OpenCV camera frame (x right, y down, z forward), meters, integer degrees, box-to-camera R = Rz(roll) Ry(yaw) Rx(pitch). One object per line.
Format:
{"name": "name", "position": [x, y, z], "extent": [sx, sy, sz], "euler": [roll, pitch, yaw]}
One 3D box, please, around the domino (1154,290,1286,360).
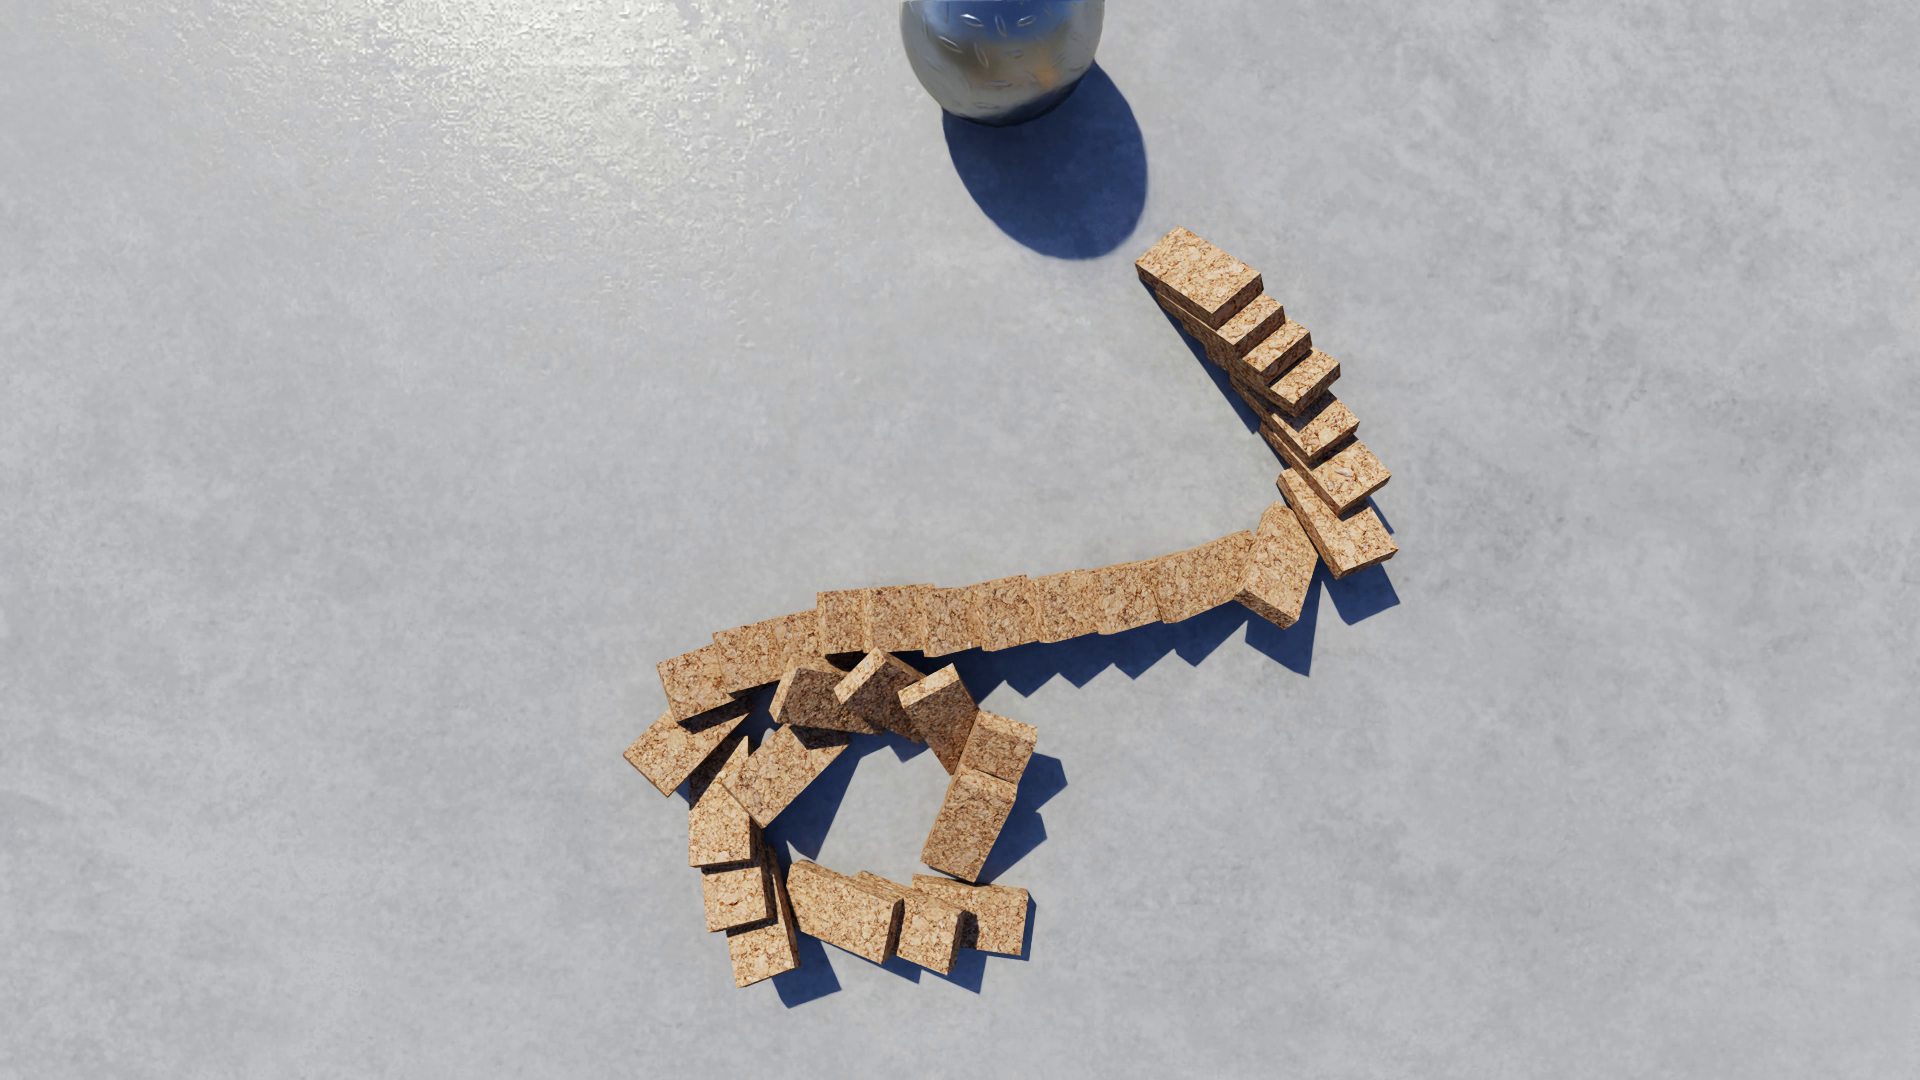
{"name": "domino", "position": [0.107, -0.098, 0.380], "extent": [0.025, 0.009, 0.050], "euler": [-39, 51, 0]}

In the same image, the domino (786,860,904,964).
{"name": "domino", "position": [-0.050, 0.156, 0.386], "extent": [0.050, 0.010, 0.025], "euler": [12, 90, 22]}

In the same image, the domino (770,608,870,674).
{"name": "domino", "position": [-0.052, 0.040, 0.385], "extent": [0.050, 0.010, 0.025], "euler": [-12, 90, -24]}

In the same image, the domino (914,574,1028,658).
{"name": "domino", "position": [0.007, 0.031, 0.384], "extent": [0.050, 0.010, 0.025], "euler": [-10, 90, -30]}

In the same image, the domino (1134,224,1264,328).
{"name": "domino", "position": [0.098, -0.110, 0.381], "extent": [0.025, 0.009, 0.050], "euler": [-40, 51, 0]}

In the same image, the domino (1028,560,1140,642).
{"name": "domino", "position": [0.055, 0.026, 0.385], "extent": [0.050, 0.009, 0.025], "euler": [-11, 90, -25]}

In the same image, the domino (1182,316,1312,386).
{"name": "domino", "position": [0.118, -0.087, 0.381], "extent": [0.025, 0.010, 0.050], "euler": [-40, 51, 0]}

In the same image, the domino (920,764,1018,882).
{"name": "domino", "position": [0.003, 0.119, 0.384], "extent": [0.025, 0.010, 0.050], "euler": [21, 118, 0]}

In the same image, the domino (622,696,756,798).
{"name": "domino", "position": [-0.113, 0.080, 0.384], "extent": [0.025, 0.010, 0.050], "euler": [43, 62, 1]}

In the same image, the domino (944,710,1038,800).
{"name": "domino", "position": [0.012, 0.096, 0.383], "extent": [0.025, 0.010, 0.050], "euler": [17, 119, -3]}

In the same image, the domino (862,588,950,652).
{"name": "domino", "position": [-0.016, 0.033, 0.382], "extent": [0.050, 0.010, 0.025], "euler": [0, 84, -29]}

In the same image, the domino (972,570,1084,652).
{"name": "domino", "position": [0.031, 0.029, 0.385], "extent": [0.050, 0.009, 0.025], "euler": [-10, 90, -26]}

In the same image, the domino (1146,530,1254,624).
{"name": "domino", "position": [0.104, 0.015, 0.386], "extent": [0.050, 0.009, 0.025], "euler": [-18, 90, -23]}

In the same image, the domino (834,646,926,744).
{"name": "domino", "position": [-0.026, 0.065, 0.378], "extent": [0.025, 0.009, 0.050], "euler": [-45, 134, 6]}

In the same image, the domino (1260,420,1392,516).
{"name": "domino", "position": [0.153, -0.037, 0.385], "extent": [0.025, 0.009, 0.050], "euler": [-33, 65, -2]}

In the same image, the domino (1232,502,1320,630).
{"name": "domino", "position": [0.134, 0.010, 0.383], "extent": [0.025, 0.010, 0.050], "euler": [31, 58, 0]}

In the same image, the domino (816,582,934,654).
{"name": "domino", "position": [-0.034, 0.032, 0.383], "extent": [0.050, 0.009, 0.025], "euler": [-3, 86, -29]}

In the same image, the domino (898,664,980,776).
{"name": "domino", "position": [-0.004, 0.075, 0.381], "extent": [0.025, 0.009, 0.050], "euler": [-28, 128, 0]}

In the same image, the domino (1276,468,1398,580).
{"name": "domino", "position": [0.157, -0.011, 0.384], "extent": [0.025, 0.009, 0.050], "euler": [-21, 64, -3]}

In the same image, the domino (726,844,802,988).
{"name": "domino", "position": [-0.085, 0.157, 0.385], "extent": [0.025, 0.009, 0.050], "euler": [-21, 65, 1]}

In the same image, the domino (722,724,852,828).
{"name": "domino", "position": [-0.072, 0.093, 0.385], "extent": [0.025, 0.010, 0.050], "euler": [47, 64, 0]}

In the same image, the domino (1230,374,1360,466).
{"name": "domino", "position": [0.140, -0.058, 0.385], "extent": [0.025, 0.010, 0.050], "euler": [-35, 66, 0]}

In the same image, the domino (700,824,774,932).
{"name": "domino", "position": [-0.095, 0.135, 0.385], "extent": [0.025, 0.009, 0.050], "euler": [-15, 65, 1]}

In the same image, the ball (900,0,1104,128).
{"name": "ball", "position": [0.016, -0.206, 0.360], "extent": [0.080, 0.080, 0.080], "euler": [0, 90, 0]}

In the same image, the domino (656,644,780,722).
{"name": "domino", "position": [-0.099, 0.055, 0.385], "extent": [0.050, 0.010, 0.025], "euler": [-19, 88, -25]}

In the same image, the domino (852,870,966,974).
{"name": "domino", "position": [-0.024, 0.161, 0.386], "extent": [0.050, 0.009, 0.025], "euler": [11, 91, 22]}

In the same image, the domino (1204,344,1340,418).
{"name": "domino", "position": [0.129, -0.075, 0.381], "extent": [0.025, 0.010, 0.050], "euler": [-42, 54, -2]}

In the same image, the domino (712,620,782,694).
{"name": "domino", "position": [-0.076, 0.045, 0.385], "extent": [0.050, 0.009, 0.025], "euler": [-12, 89, -24]}

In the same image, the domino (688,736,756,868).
{"name": "domino", "position": [-0.100, 0.110, 0.385], "extent": [0.025, 0.010, 0.050], "euler": [-7, 66, 0]}

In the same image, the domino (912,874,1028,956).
{"name": "domino", "position": [0.003, 0.161, 0.395], "extent": [0.050, 0.010, 0.025], "euler": [8, 90, 0]}

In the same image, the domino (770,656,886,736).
{"name": "domino", "position": [-0.051, 0.065, 0.380], "extent": [0.050, 0.009, 0.025], "euler": [16, 104, -34]}

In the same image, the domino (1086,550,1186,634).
{"name": "domino", "position": [0.079, 0.022, 0.385], "extent": [0.050, 0.010, 0.025], "euler": [-12, 90, -24]}
